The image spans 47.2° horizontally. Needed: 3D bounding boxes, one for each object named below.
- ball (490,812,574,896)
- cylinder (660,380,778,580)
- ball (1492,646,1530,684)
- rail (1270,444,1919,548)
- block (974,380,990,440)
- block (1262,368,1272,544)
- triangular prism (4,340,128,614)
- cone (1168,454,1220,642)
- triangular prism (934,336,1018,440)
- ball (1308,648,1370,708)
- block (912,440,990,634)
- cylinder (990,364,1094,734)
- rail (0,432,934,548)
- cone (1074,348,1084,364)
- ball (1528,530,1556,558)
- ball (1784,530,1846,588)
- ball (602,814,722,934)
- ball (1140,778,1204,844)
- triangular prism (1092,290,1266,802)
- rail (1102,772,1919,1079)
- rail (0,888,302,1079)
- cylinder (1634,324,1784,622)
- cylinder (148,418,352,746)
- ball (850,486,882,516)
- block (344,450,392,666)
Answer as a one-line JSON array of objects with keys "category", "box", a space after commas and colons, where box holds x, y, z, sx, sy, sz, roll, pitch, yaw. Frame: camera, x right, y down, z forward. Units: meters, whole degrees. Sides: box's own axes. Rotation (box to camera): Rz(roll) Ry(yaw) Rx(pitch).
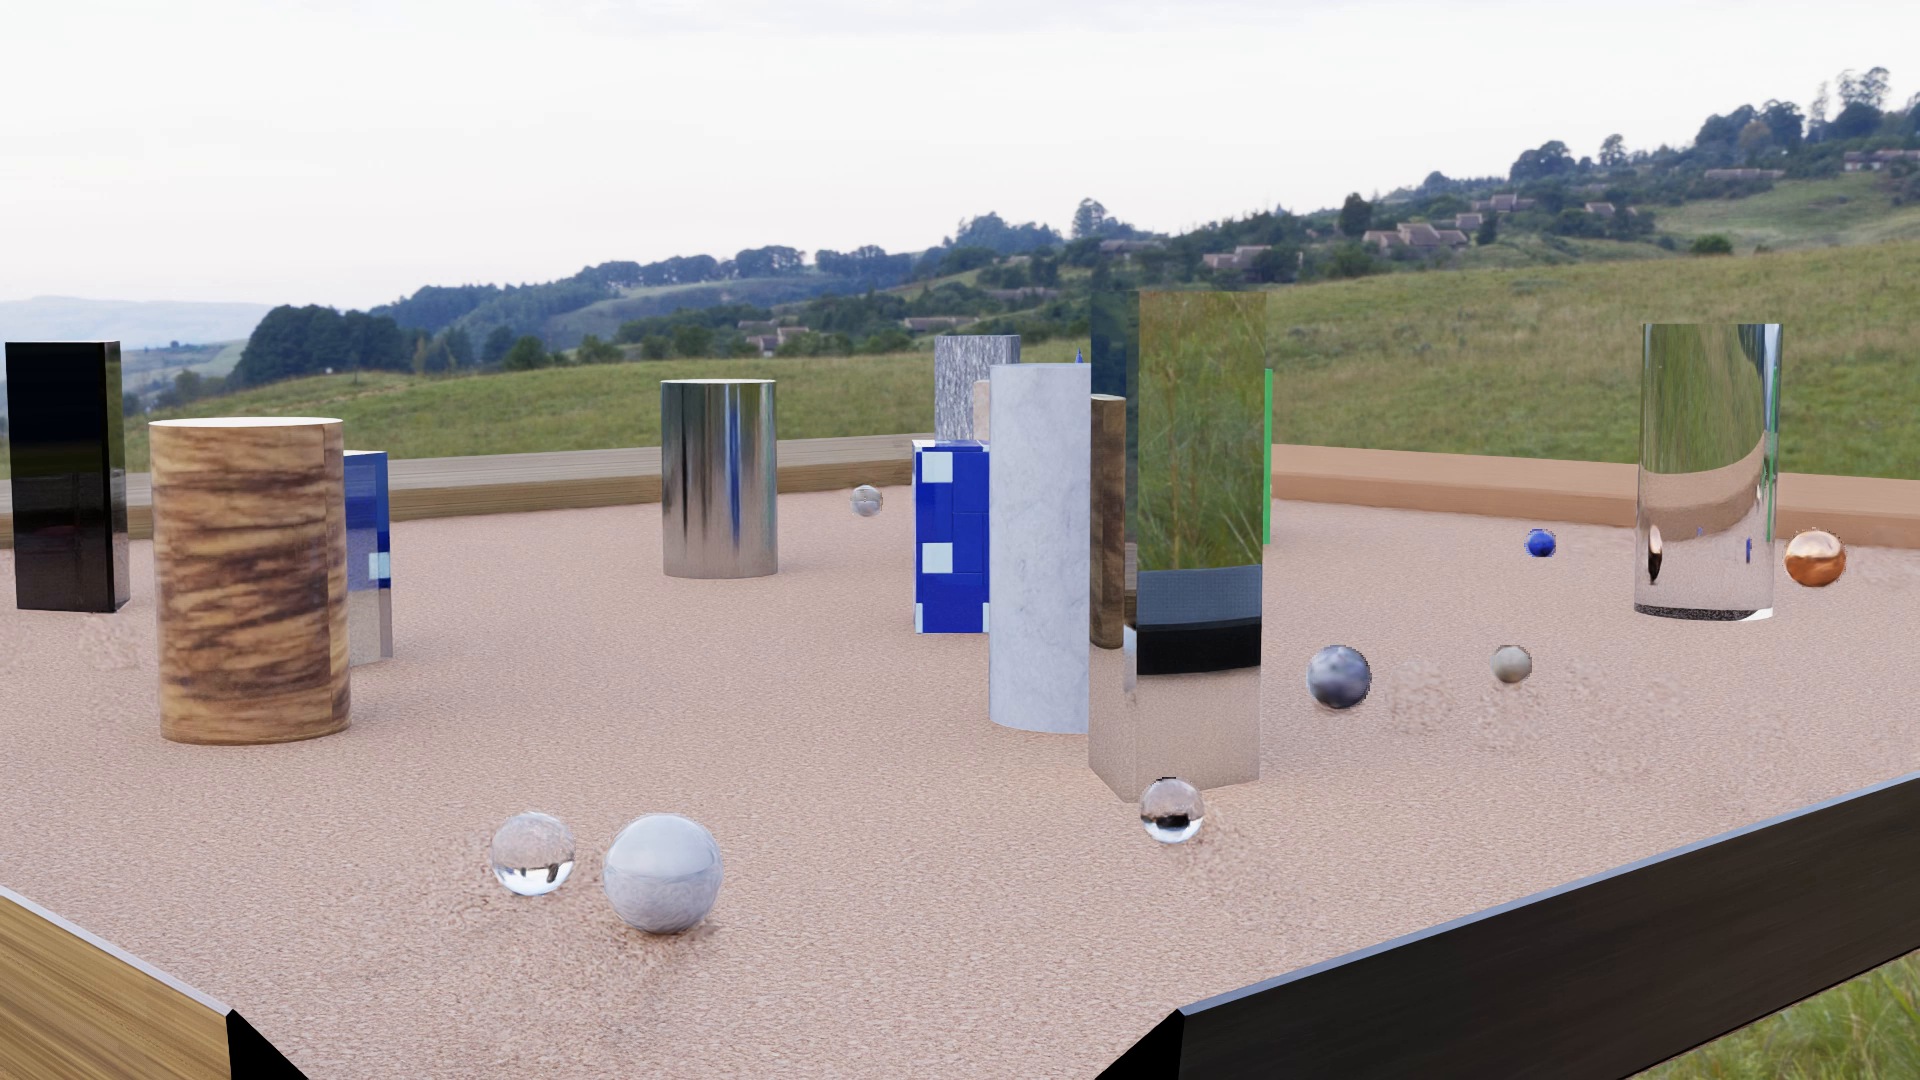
[{"category": "ball", "box": [-0.326, 0.239, 1.675, 0.064, 0.064, 0.064, 0, 6, 0]}, {"category": "cylinder", "box": [-0.407, -0.106, 3.720, 0.194, 0.324, 0.194, 0, 6, 0]}, {"category": "ball", "box": [0.657, 0.149, 2.623, 0.044, 0.044, 0.044, 0, 6, 0]}, {"category": "rail", "box": [1.328, -0.095, 4.551, 0.045, 0.126, 3.576, -5, 8, -42]}, {"category": "block", "box": [0.107, -0.112, 3.786, 0.155, 0.322, 0.155, 1, 6, 5]}, {"category": "block", "box": [0.481, -0.159, 4.186, 0.155, 0.332, 0.155, -4, 7, -35]}, {"category": "triangular prism", "box": [-1.306, -0.100, 3.306, 0.168, 0.397, 0.146, 2, 6, 17]}, {"category": "cone", "box": [0.262, -0.044, 3.024, 0.194, 0.346, 0.194, 0, 6, 0]}, {"category": "triangular prism", "box": [0.065, -0.177, 4.051, 0.168, 0.396, 0.146, 5, 8, 37]}, {"category": "ball", "box": [0.424, 0.155, 2.460, 0.068, 0.068, 0.068, 0, 6, 0]}, {"category": "block", "box": [0.013, -0.008, 3.098, 0.155, 0.258, 0.155, 0, 6, -3]}, {"category": "cylinder", "box": [0.129, 0.003, 2.392, 0.194, 0.384, 0.194, 0, 6, 0]}, {"category": "rail", "box": [-1.196, -0.102, 4.622, 3.662, 0.126, 0.045, -5, 8, -42]}, {"category": "cone", "box": [0.239, -0.204, 4.434, 0.194, 0.369, 0.194, 0, 6, 0]}, {"category": "ball", "box": [1.044, 0.008, 3.952, 0.049, 0.049, 0.049, 0, 6, 0]}, {"category": "ball", "box": [1.373, 0.030, 3.530, 0.092, 0.092, 0.092, 0, 6, 0]}, {"category": "ball", "box": [-0.213, 0.239, 1.574, 0.085, 0.085, 0.085, 0, 6, 0]}, {"category": "ball", "box": [0.177, 0.227, 1.840, 0.054, 0.054, 0.054, 0, 6, 0]}, {"category": "triangular prism", "box": [0.174, -0.002, 2.075, 0.168, 0.461, 0.146, -5, 8, -38]}, {"category": "rail", "box": [1.196, 0.168, 2.042, 3.662, 0.126, 0.045, -5, 8, -42]}, {"category": "rail", "box": [-1.328, 0.161, 2.113, 0.045, 0.126, 3.576, -5, 8, -42]}, {"category": "cylinder", "box": [1.097, -0.105, 3.227, 0.194, 0.424, 0.194, 0, 6, 0]}, {"category": "cylinder", "box": [-0.749, 0.038, 2.328, 0.194, 0.327, 0.194, 0, 6, 0]}, {"category": "ball", "box": [-0.203, -0.084, 4.736, 0.067, 0.067, 0.067, 0, 6, 0]}, {"category": "block", "box": [-0.830, 0.023, 2.768, 0.155, 0.264, 0.155, 3, 7, 25]}]
